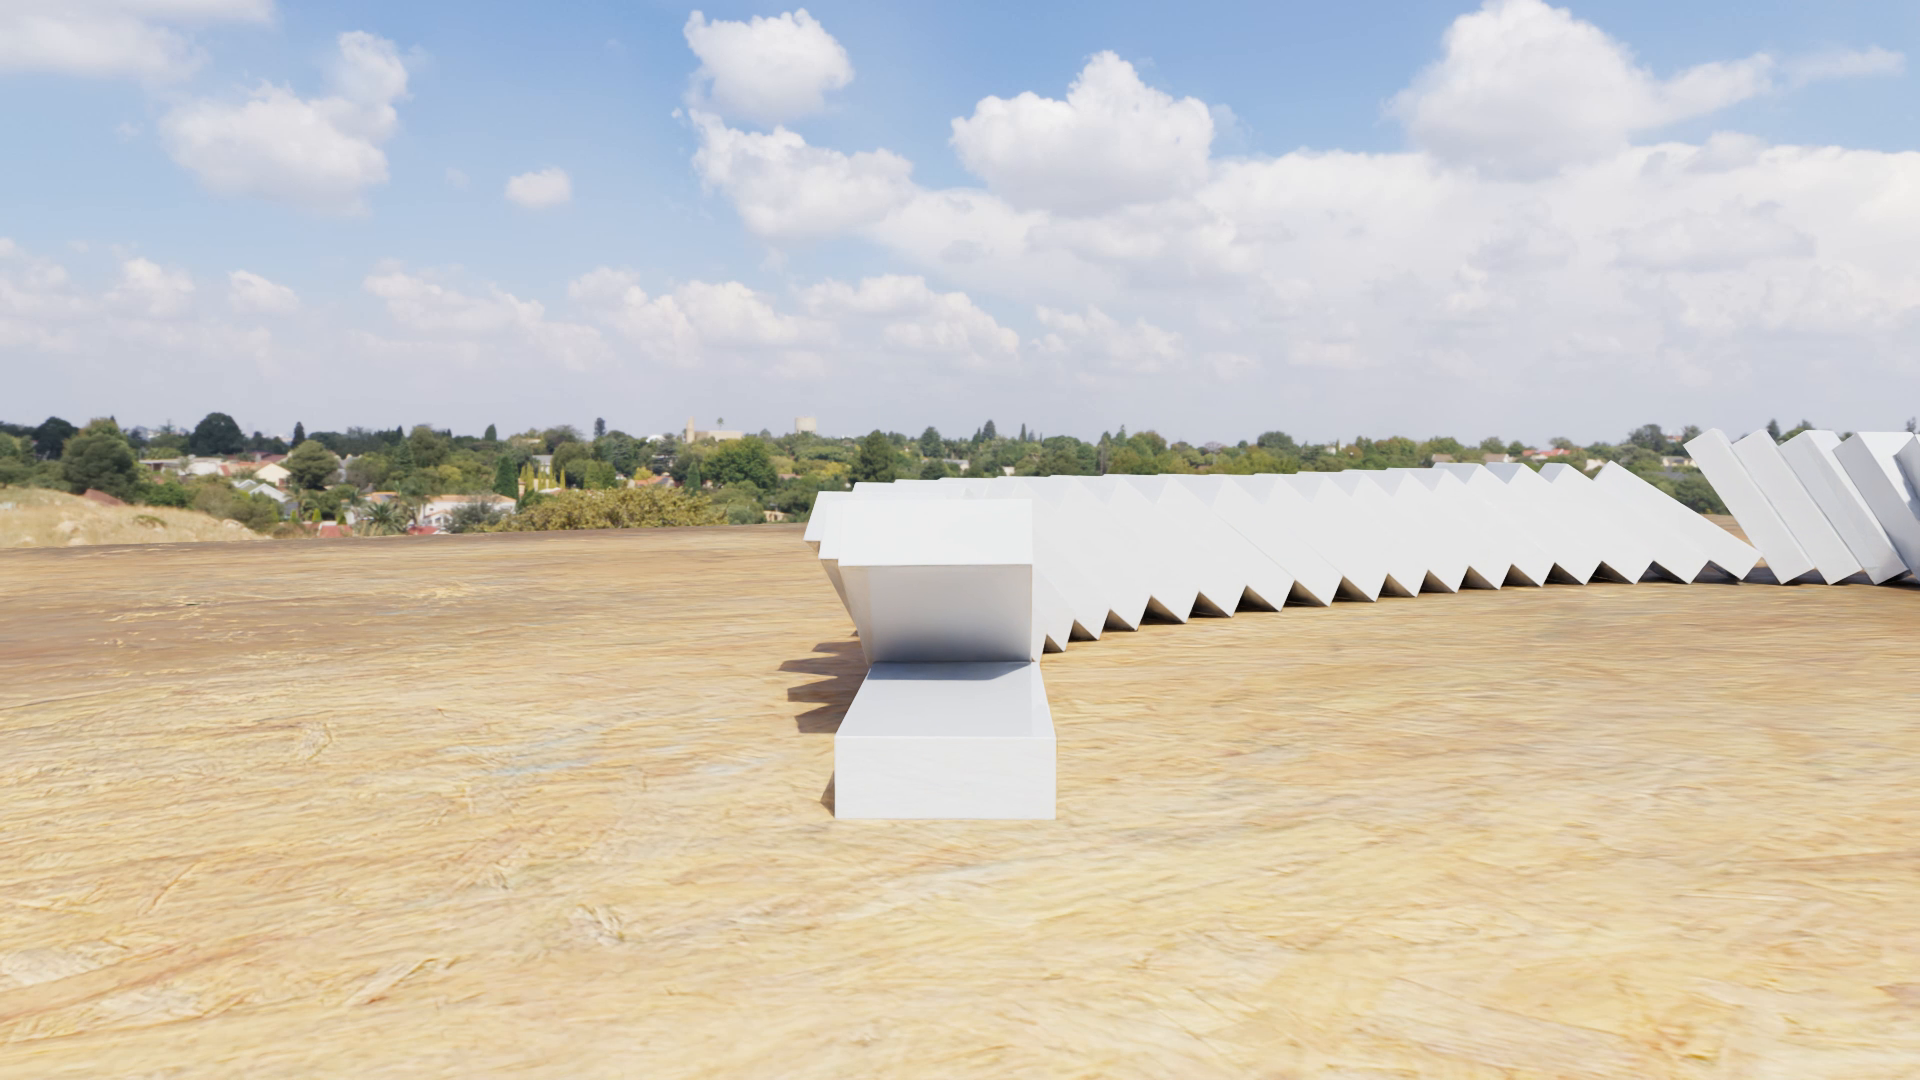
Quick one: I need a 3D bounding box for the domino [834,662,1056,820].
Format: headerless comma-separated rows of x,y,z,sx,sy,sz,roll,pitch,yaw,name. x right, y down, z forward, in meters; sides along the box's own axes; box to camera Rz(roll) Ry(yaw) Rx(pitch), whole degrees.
-0.001,0.025,0.170,0.025,0.009,0.050,0,4,1,domino

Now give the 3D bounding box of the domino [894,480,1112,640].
0.008,0.005,0.270,0.025,0.009,0.050,3,-28,41,domino

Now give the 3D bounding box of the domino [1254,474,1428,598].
0.104,-0.001,0.355,0.050,0.009,0.025,34,-15,-30,domino

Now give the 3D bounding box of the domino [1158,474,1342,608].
0.074,0.000,0.334,0.050,0.009,0.025,35,-15,-30,domino

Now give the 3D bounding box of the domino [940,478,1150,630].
0.018,0.003,0.287,0.025,0.010,0.050,4,-27,48,domino

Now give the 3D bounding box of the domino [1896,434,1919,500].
0.299,-0.008,0.376,0.025,0.050,0.010,0,-34,2,domino

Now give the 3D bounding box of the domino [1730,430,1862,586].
0.261,-0.011,0.400,0.009,0.050,0.025,-37,-18,32,domino

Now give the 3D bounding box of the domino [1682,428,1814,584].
0.246,-0.011,0.399,0.009,0.050,0.025,-37,-19,31,domino

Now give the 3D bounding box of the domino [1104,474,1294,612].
0.059,0.001,0.324,0.050,0.009,0.025,35,-15,-29,domino

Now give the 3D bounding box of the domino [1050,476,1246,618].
0.044,0.002,0.313,0.050,0.009,0.025,36,-17,-32,domino

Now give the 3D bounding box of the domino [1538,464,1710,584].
0.205,-0.006,0.402,0.050,0.009,0.025,36,9,6,domino

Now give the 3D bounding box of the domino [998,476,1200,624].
0.031,0.002,0.299,0.050,0.009,0.025,37,-20,-35,domino

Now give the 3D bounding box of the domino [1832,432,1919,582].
0.291,-0.010,0.390,0.025,0.050,0.010,-2,-31,-21,domino

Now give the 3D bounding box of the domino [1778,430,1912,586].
0.278,-0.011,0.399,0.025,0.050,0.009,-3,-29,-39,domino

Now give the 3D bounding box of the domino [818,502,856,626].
-0.005,0.010,0.211,0.025,0.009,0.050,1,-27,9,domino

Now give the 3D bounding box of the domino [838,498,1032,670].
-0.002,0.010,0.189,0.025,0.009,0.050,-1,-27,3,domino

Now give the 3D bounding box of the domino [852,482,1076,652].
0.001,0.006,0.253,0.025,0.009,0.050,3,-28,33,domino

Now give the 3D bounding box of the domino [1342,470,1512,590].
0.135,-0.003,0.376,0.050,0.009,0.025,34,-11,-24,domino

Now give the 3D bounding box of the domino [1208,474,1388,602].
0.089,0.000,0.344,0.050,0.009,0.025,34,-15,-30,domino

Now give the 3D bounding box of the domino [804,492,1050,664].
-0.005,0.008,0.234,0.025,0.009,0.050,2,-27,27,domino

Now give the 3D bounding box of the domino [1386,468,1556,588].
0.151,-0.004,0.385,0.050,0.009,0.025,34,-8,-20,domino

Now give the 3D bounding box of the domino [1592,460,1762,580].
0.223,-0.006,0.403,0.050,0.009,0.025,38,14,19,domino

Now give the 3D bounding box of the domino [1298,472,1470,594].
0.119,-0.002,0.366,0.050,0.009,0.025,34,-12,-26,domino

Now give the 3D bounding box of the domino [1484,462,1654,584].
0.186,-0.006,0.399,0.050,0.009,0.025,35,3,-3,domino

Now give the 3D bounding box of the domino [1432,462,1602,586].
0.169,-0.005,0.394,0.050,0.009,0.025,35,-2,-10,domino
